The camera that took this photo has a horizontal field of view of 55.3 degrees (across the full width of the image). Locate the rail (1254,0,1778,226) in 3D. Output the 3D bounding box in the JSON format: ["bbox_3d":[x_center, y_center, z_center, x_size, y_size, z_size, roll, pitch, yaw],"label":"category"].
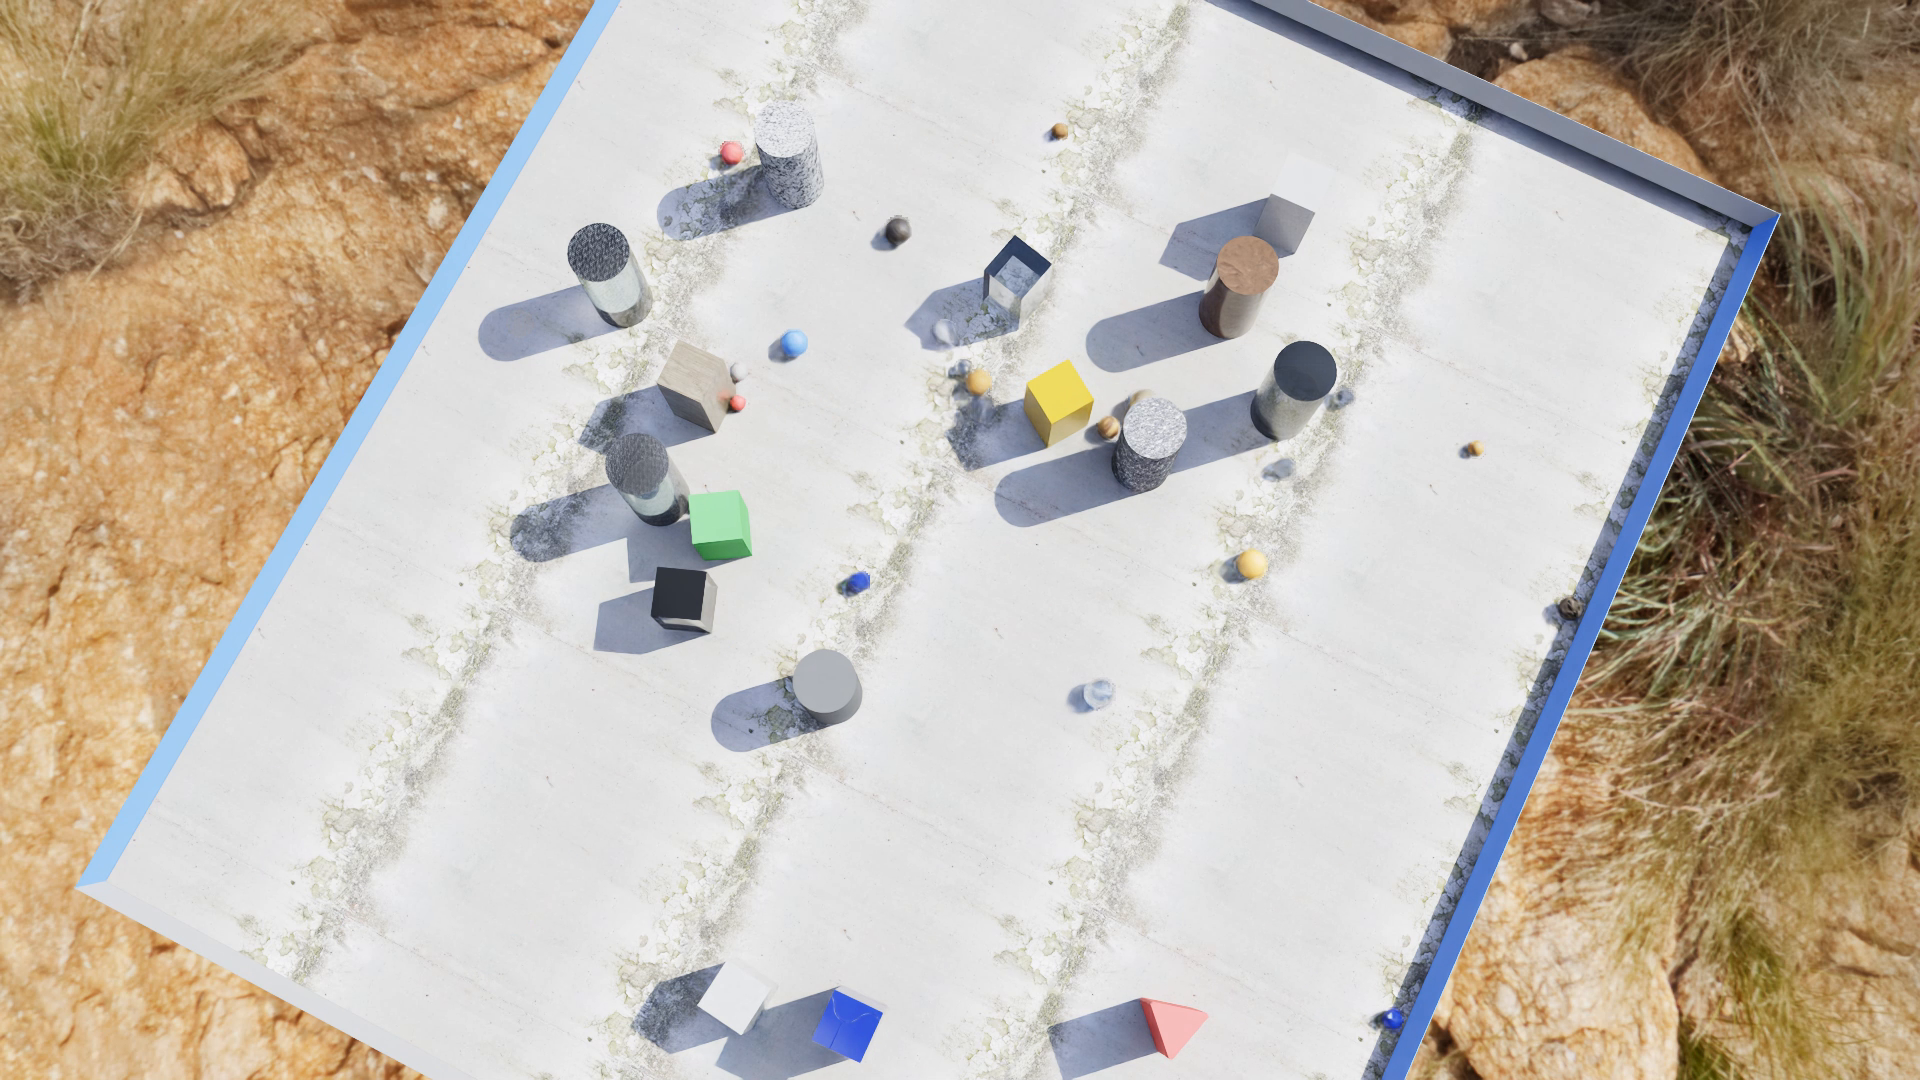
[{"bbox_3d":[0.913,-1.782,5.923,3.649,0.119,0.045,26,80,5],"label":"rail"}]

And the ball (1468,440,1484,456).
[{"bbox_3d":[1.593,-0.282,5.650,0.048,0.048,0.048,0,78,0],"label":"ball"}]

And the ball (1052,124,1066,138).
[{"bbox_3d":[0.317,-1.308,5.862,0.049,0.049,0.049,0,78,0],"label":"ball"}]

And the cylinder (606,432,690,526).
[{"bbox_3d":[-0.921,-0.174,5.434,0.183,0.428,0.183,0,78,0],"label":"cylinder"}]

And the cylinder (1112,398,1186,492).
[{"bbox_3d":[0.559,-0.279,5.459,0.183,0.422,0.183,0,78,0],"label":"cylinder"}]

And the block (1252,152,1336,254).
[{"bbox_3d":[1.026,-1.036,5.652,0.146,0.350,0.146,25,79,5],"label":"block"}]

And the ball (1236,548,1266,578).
[{"bbox_3d":[0.883,0.071,5.557,0.088,0.088,0.088,0,78,0],"label":"ball"}]

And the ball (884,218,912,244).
[{"bbox_3d":[-0.194,-0.974,5.775,0.084,0.084,0.084,0,78,0],"label":"ball"}]

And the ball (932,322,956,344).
[{"bbox_3d":[-0.049,-0.646,5.713,0.072,0.072,0.072,0,78,0],"label":"ball"}]

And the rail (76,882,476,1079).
[{"bbox_3d":[-0.913,1.795,5.184,3.649,0.119,0.045,26,80,5],"label":"rail"}]

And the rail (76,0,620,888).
[{"bbox_3d":[-1.611,-0.782,5.716,0.045,0.119,4.131,26,80,5],"label":"rail"}]

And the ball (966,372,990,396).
[{"bbox_3d":[0.055,-0.486,5.678,0.075,0.075,0.075,0,78,0],"label":"ball"}]

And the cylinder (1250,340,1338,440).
[{"bbox_3d":[0.994,-0.442,5.485,0.183,0.436,0.183,0,78,0],"label":"cylinder"}]

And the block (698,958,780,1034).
[{"bbox_3d":[-0.625,1.294,5.209,0.146,0.274,0.146,32,80,6],"label":"block"}]

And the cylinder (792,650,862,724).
[{"bbox_3d":[-0.384,0.433,5.365,0.183,0.317,0.183,0,78,0],"label":"cylinder"}]

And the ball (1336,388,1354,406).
[{"bbox_3d":[1.195,-0.445,5.680,0.056,0.056,0.056,0,78,0],"label":"ball"}]

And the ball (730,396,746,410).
[{"bbox_3d":[-0.687,-0.424,5.680,0.048,0.048,0.048,0,78,0],"label":"ball"}]

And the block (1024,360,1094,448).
[{"bbox_3d":[0.296,-0.410,5.553,0.146,0.289,0.146,-30,80,-6],"label":"block"}]

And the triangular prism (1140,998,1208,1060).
[{"bbox_3d":[0.577,1.347,5.176,0.137,0.318,0.158,41,81,8],"label":"triangular prism"}]

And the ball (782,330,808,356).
[{"bbox_3d":[-0.513,-0.612,5.700,0.084,0.084,0.084,0,78,0],"label":"ball"}]

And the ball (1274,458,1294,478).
[{"bbox_3d":[0.996,-0.221,5.630,0.063,0.063,0.063,0,78,0],"label":"ball"}]

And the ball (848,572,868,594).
[{"bbox_3d":[-0.308,0.130,5.557,0.064,0.064,0.064,0,78,0],"label":"ball"}]

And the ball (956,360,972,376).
[{"bbox_3d":[0.011,-0.534,5.702,0.049,0.049,0.049,0,78,0],"label":"ball"}]

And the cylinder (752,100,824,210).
[{"bbox_3d":[-0.525,-1.184,5.654,0.183,0.405,0.183,0,78,0],"label":"cylinder"}]

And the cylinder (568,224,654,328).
[{"bbox_3d":[-1.058,-0.798,5.565,0.183,0.423,0.183,0,78,0],"label":"cylinder"}]

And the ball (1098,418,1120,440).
[{"bbox_3d":[0.458,-0.345,5.653,0.068,0.068,0.068,0,78,0],"label":"ball"}]

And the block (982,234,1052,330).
[{"bbox_3d":[0.174,-0.788,5.631,0.146,0.290,0.146,39,81,7],"label":"block"}]

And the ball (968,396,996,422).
[{"bbox_3d":[0.068,-0.406,5.658,0.082,0.082,0.082,0,78,0],"label":"ball"}]

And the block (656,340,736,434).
[{"bbox_3d":[-0.792,-0.460,5.534,0.146,0.348,0.146,24,79,5],"label":"block"}]

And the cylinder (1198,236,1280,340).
[{"bbox_3d":[0.842,-0.761,5.561,0.183,0.416,0.183,0,78,0],"label":"cylinder"}]

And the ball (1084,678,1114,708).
[{"bbox_3d":[0.415,0.457,5.475,0.091,0.091,0.091,0,78,0],"label":"ball"}]

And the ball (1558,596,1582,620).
[{"bbox_3d":[1.844,0.208,5.537,0.071,0.071,0.071,0,78,0],"label":"ball"}]

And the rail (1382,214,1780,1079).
[{"bbox_3d":[1.611,0.795,5.390,0.045,0.119,4.131,26,80,5],"label":"rail"}]

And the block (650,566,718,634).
[{"bbox_3d":[-0.818,0.181,5.452,0.146,0.248,0.146,6,78,1],"label":"block"}]

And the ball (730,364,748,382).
[{"bbox_3d":[-0.689,-0.521,5.695,0.056,0.056,0.056,0,78,0],"label":"ball"}]

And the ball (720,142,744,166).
[{"bbox_3d":[-0.726,-1.230,5.834,0.072,0.072,0.072,0,78,0],"label":"ball"}]

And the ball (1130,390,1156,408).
[{"bbox_3d":[0.566,-0.419,5.658,0.088,0.088,0.088,0,78,0],"label":"ball"}]

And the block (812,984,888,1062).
[{"bbox_3d":[-0.306,1.357,5.153,0.146,0.357,0.146,24,79,5],"label":"block"}]

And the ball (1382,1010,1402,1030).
[{"bbox_3d":[1.251,1.387,5.300,0.058,0.058,0.058,0,78,0],"label":"ball"}]

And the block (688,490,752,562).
[{"bbox_3d":[-0.716,-0.041,5.490,0.146,0.264,0.146,-6,78,-1],"label":"block"}]
